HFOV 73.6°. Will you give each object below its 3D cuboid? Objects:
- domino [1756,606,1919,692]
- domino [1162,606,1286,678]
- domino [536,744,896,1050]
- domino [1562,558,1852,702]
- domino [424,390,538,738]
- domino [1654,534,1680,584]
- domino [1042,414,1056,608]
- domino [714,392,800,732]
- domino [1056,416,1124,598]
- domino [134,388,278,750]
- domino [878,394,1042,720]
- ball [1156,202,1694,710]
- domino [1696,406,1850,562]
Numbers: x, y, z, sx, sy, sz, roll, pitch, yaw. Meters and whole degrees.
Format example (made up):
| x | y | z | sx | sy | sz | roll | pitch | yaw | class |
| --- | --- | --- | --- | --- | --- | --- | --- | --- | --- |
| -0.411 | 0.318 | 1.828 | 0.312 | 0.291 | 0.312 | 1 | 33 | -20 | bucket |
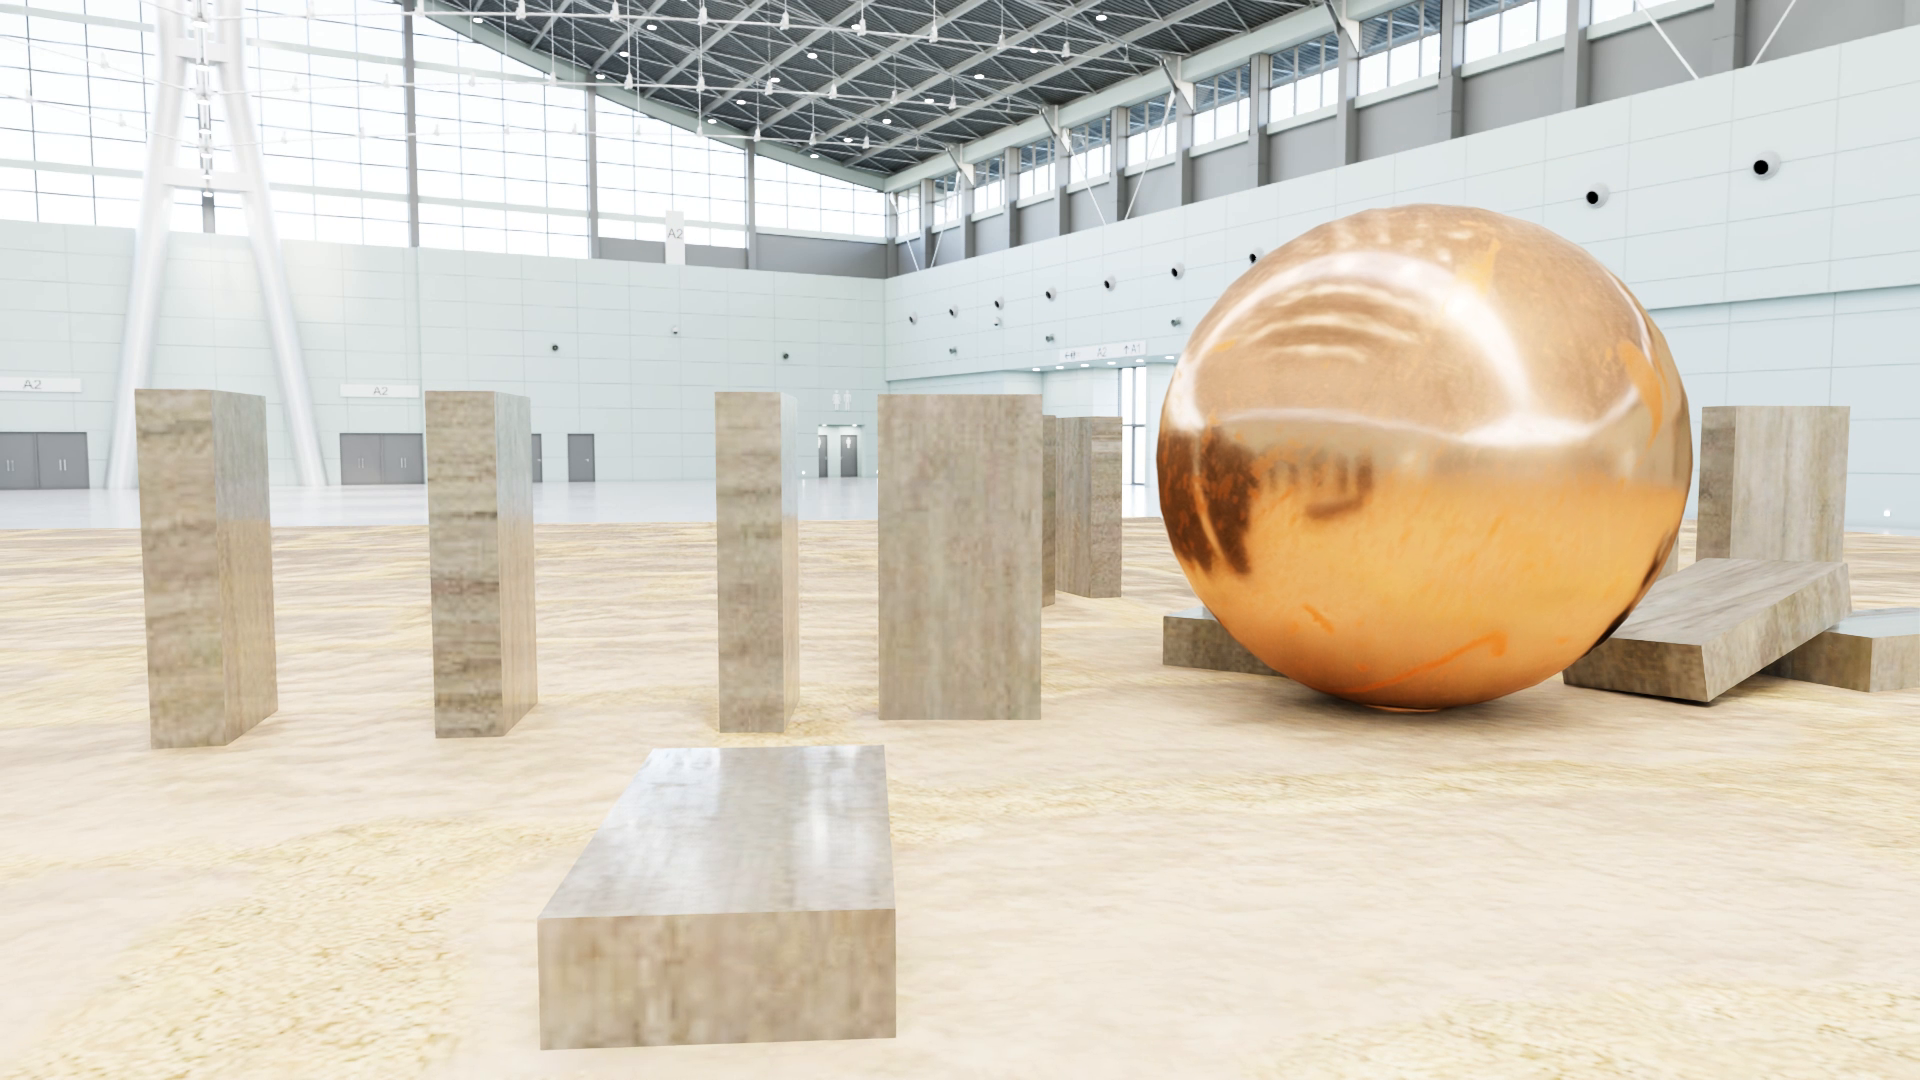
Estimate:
| x | y | z | sx | sy | sz | roll | pitch | yaw | class |
| --- | --- | --- | --- | --- | --- | --- | --- | --- | --- |
| 0.174 | 0.020 | 0.240 | 0.050 | 0.010 | 0.025 | -2 | 5 | -22 | domino |
| 0.063 | 0.018 | 0.261 | 0.025 | 0.010 | 0.050 | 3 | 5 | 33 | domino |
| -0.019 | 0.029 | 0.116 | 0.025 | 0.010 | 0.050 | 0 | 4 | -4 | domino |
| 0.133 | 0.015 | 0.229 | 0.050 | 0.009 | 0.025 | -17 | 10 | -31 | domino |
| -0.073 | 0.003 | 0.197 | 0.009 | 0.050 | 0.025 | -1 | 4 | -7 | domino |
| 0.153 | -0.005 | 0.295 | 0.025 | 0.050 | 0.010 | -2 | 5 | -29 | domino |
| 0.012 | -0.008 | 0.341 | 0.025 | 0.050 | 0.009 | 2 | 5 | 24 | domino |
| -0.031 | 0.003 | 0.200 | 0.010 | 0.050 | 0.025 | 0 | 4 | -2 | domino |
| 0.036 | -0.010 | 0.365 | 0.010 | 0.050 | 0.025 | -2 | 5 | -21 | domino |
| -0.111 | 0.003 | 0.190 | 0.009 | 0.050 | 0.025 | -1 | 4 | -13 | domino |
| 0.000 | 0.002 | 0.201 | 0.025 | 0.050 | 0.009 | 0 | 4 | 0 | domino |
| 0.072 | -0.013 | 0.206 | 0.080 | 0.080 | 0.080 | 0 | 4 | 0 | ball |
| 0.164 | -0.002 | 0.260 | 0.025 | 0.050 | 0.009 | -1 | 4 | -8 | domino |
